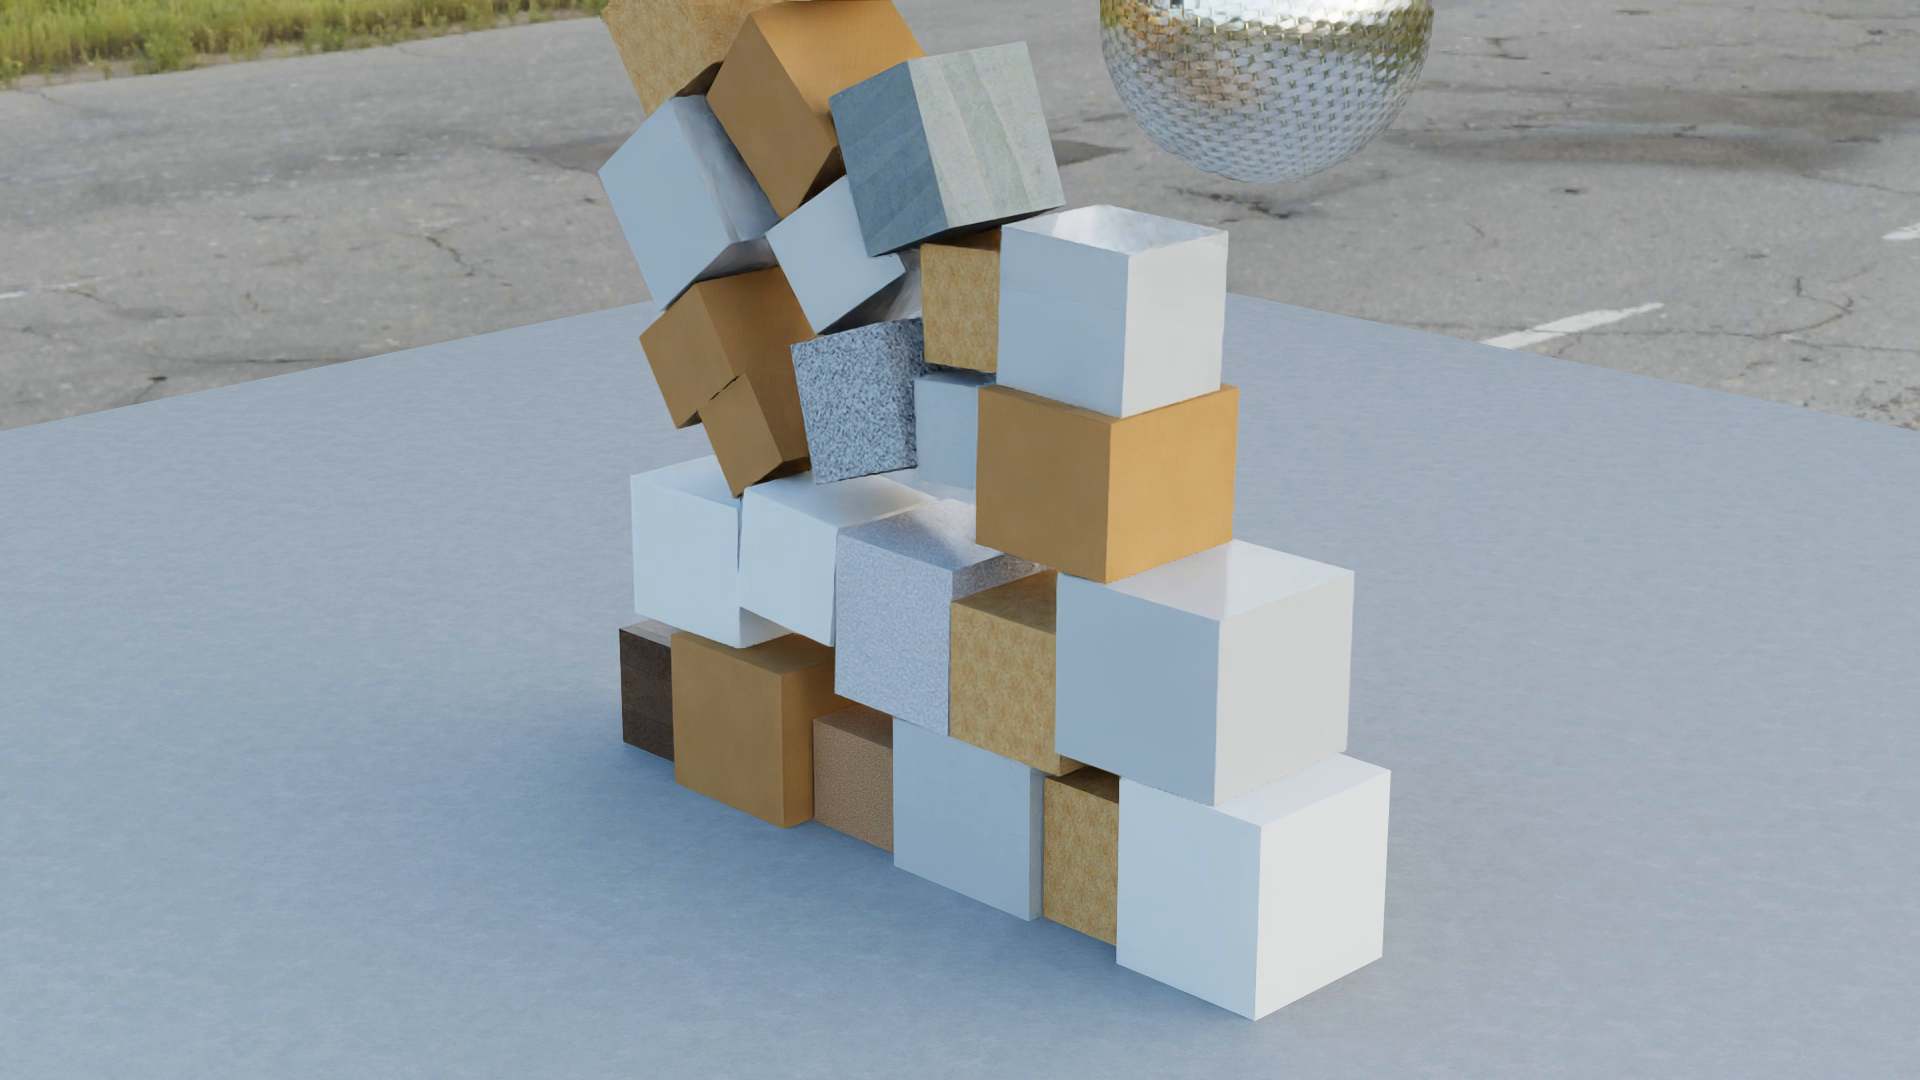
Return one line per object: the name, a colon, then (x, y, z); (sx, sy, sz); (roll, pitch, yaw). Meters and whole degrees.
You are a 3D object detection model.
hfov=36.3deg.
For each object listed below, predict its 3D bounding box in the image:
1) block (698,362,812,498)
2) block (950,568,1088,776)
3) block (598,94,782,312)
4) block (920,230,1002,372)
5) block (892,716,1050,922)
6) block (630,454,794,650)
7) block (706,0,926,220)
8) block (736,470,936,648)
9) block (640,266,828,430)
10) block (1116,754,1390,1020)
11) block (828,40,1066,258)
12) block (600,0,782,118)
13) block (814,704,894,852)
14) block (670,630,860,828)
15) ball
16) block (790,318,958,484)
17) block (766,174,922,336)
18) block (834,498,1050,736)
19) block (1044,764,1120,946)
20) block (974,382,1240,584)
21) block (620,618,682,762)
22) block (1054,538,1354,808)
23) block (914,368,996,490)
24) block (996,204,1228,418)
block: (-0.871, -0.539, 14.018); (0.466, 0.468, 0.456); (-15, -12, -41)
block: (0.458, 0.563, 13.015); (0.659, 0.638, 0.758); (17, 24, 41)
block: (-1.169, -1.643, 14.132); (0.664, 0.774, 0.693); (-14, -15, -42)
block: (0.192, -1.051, 12.886); (0.472, 0.532, 0.541); (-15, 19, -43)
block: (0.268, 1.163, 13.410); (0.862, 0.740, 0.758); (17, 24, 42)
block: (-1.071, 0.025, 14.481); (0.788, 0.708, 0.755); (17, 24, 42)
block: (-0.605, -2.035, 13.568); (0.702, 0.749, 0.692); (-25, -14, -31)
block: (-0.582, 0.056, 13.806); (0.619, 0.589, 0.660); (22, 27, 37)
block: (-1.086, -0.941, 14.245); (0.600, 0.499, 0.620); (-16, -12, -38)
block: (1.244, 1.393, 12.471); (0.855, 0.864, 0.767); (-17, 24, -42)
block: (-0.061, -1.710, 12.879); (0.624, 0.732, 0.689); (-15, 2, -32)
block: (-1.240, -2.445, 13.983); (0.545, 0.569, 0.607); (-21, -5, -41)
block: (-0.275, 1.108, 13.953); (0.552, 0.519, 0.641); (-17, 24, -42)
block: (-0.811, 0.826, 14.416); (0.878, 0.779, 0.818); (-16, 24, -42)
ball: (1.467, -2.518, 14.088); (1.600, 1.600, 1.600); (0, 17, 0)
block: (-0.294, -0.649, 13.400); (0.602, 0.649, 0.622); (-11, 1, -45)
block: (-0.406, -1.332, 13.535); (0.570, 0.537, 0.630); (-32, -11, 30)
block: (-0.053, 0.339, 13.451); (0.710, 0.782, 0.751); (18, 25, 39)
block: (0.782, 1.345, 12.955); (0.628, 0.666, 0.537); (-17, 24, -42)
block: (0.629, -0.319, 12.587); (0.746, 0.695, 0.835); (18, 25, 41)
block: (-1.312, 0.747, 14.945); (0.614, 0.614, 0.567); (17, 24, 42)
block: (1.034, 0.521, 12.450); (0.876, 0.808, 0.897); (16, 24, 41)
block: (0.156, -0.506, 12.976); (0.489, 0.459, 0.506); (11, 19, 43)
block: (0.639, -0.978, 12.364); (0.697, 0.688, 0.647); (18, 25, 40)
